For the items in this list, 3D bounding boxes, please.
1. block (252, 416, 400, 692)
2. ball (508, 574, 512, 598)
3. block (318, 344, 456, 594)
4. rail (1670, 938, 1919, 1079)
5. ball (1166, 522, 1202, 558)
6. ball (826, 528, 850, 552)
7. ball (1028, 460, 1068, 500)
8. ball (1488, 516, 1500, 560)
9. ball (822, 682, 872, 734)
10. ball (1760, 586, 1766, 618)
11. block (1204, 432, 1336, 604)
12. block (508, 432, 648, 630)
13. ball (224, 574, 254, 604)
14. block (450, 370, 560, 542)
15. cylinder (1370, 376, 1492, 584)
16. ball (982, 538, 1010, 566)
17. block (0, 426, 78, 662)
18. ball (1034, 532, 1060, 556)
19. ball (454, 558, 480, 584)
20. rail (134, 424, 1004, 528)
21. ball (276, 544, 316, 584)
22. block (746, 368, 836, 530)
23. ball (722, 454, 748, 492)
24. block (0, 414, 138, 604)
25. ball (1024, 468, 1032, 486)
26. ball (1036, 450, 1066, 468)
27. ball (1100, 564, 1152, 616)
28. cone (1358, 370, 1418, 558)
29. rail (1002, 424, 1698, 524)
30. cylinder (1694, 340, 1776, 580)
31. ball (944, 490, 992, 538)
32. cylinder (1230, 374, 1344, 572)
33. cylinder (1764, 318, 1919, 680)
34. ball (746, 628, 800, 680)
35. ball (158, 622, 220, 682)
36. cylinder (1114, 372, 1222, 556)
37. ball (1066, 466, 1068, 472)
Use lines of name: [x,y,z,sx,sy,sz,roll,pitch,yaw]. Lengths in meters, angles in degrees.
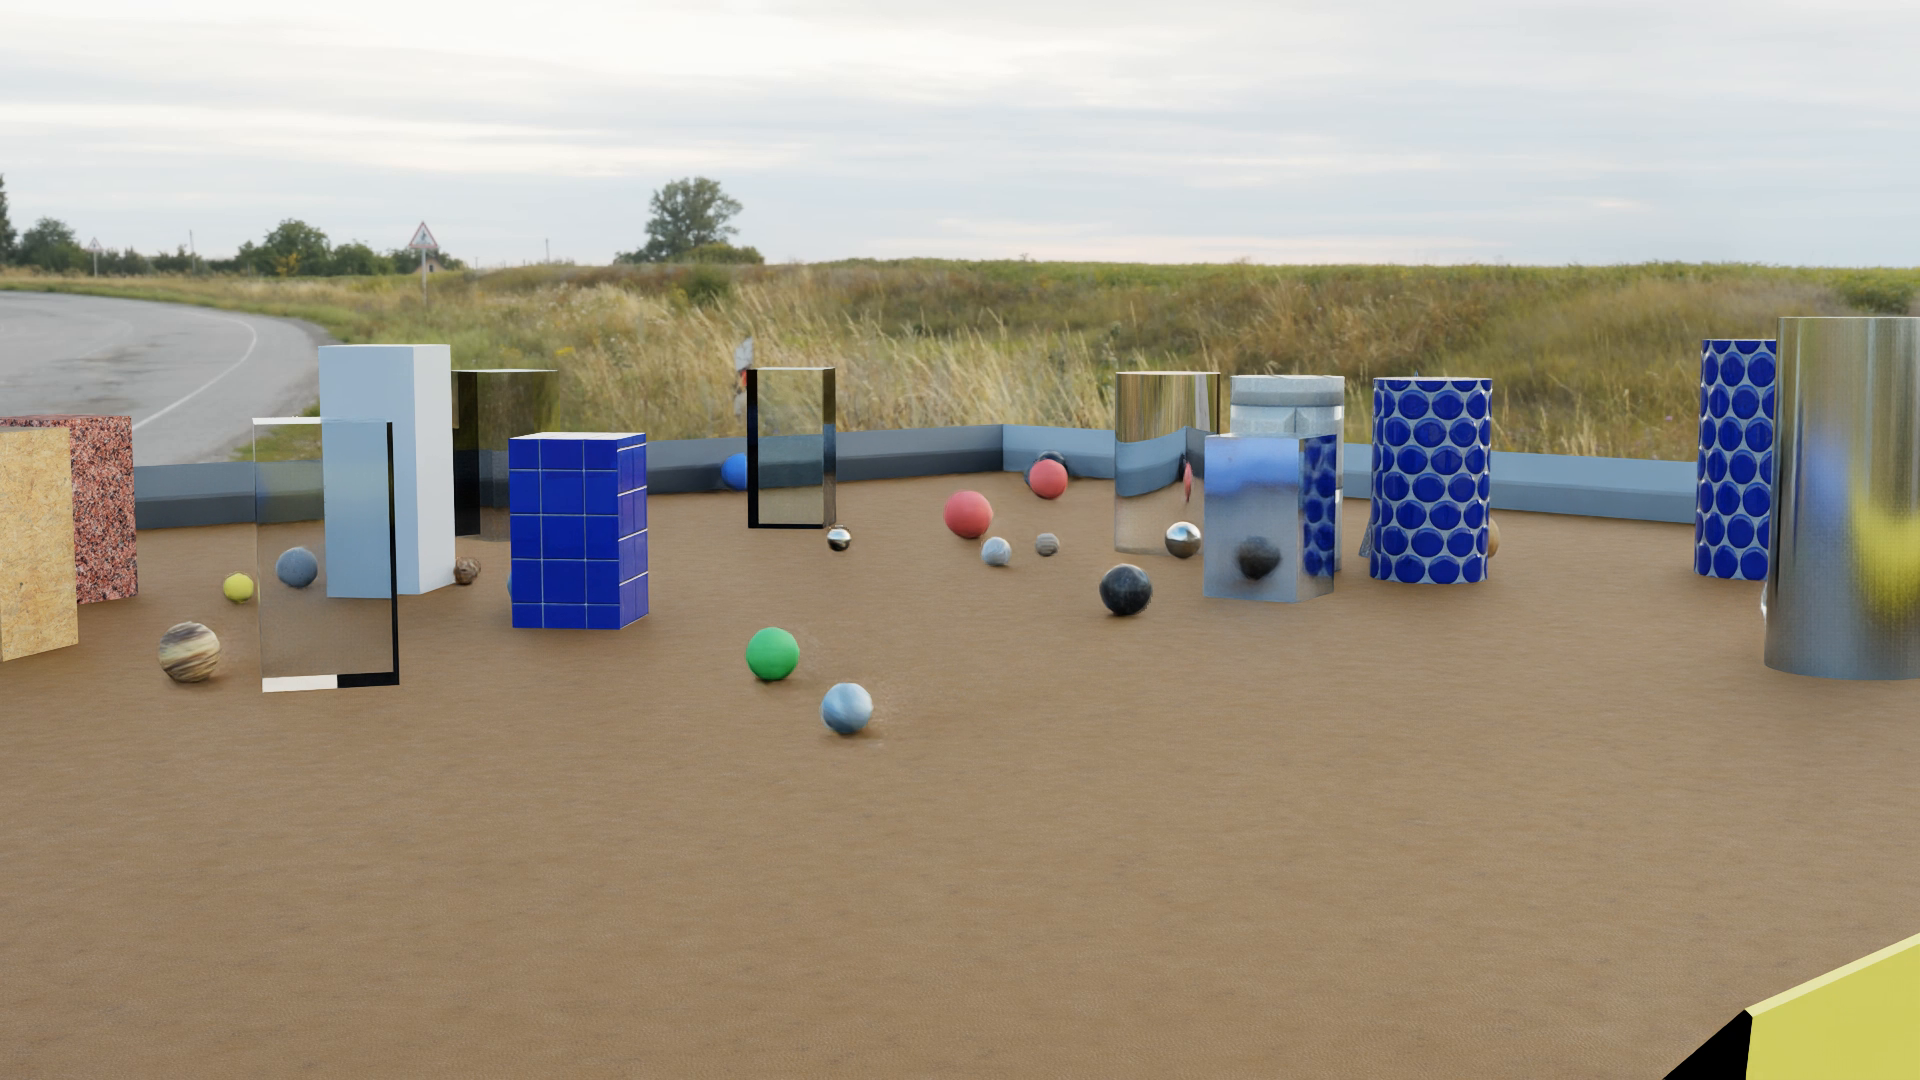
block: [-0.764,0.012,2.646,0.155,0.313,0.155,-2,6,-18]
ball: [-0.639,0.068,3.280,0.069,0.069,0.069,0,6,0]
block: [-0.912,-0.116,3.510,0.155,0.387,0.155,1,6,8]
rail: [1.315,0.182,1.914,3.949,0.126,0.045,-6,8,-42]
ball: [0.401,0.000,3.944,0.065,0.065,0.065,0,6,0]
ball: [-0.223,0.000,4.048,0.044,0.044,0.044,0,6,0]
ball: [0.207,-0.142,5.160,0.094,0.094,0.094,0,6,0]
ball: [0.899,-0.004,3.852,0.092,0.092,0.092,0,6,0]
ball: [-0.119,0.177,2.315,0.054,0.054,0.054,0,6,0]
ball: [1.142,0.084,2.994,0.097,0.097,0.097,0,6,0]
block: [0.484,-0.039,3.433,0.155,0.250,0.155,4,7,31]
block: [-0.542,-0.016,3.139,0.155,0.265,0.155,1,6,7]
ball: [-1.096,0.074,3.341,0.044,0.044,0.044,0,6,0]
block: [-0.890,-0.168,4.301,0.155,0.325,0.155,-6,8,-44]
cylinder: [0.782,-0.103,3.656,0.194,0.330,0.194,0,6,0]
ball: [0.063,0.020,3.821,0.050,0.050,0.050,0,6,0]
block: [-1.272,0.001,2.868,0.155,0.289,0.155,1,6,13]
ball: [0.157,0.008,3.969,0.044,0.044,0.044,0,6,0]
ball: [-0.800,0.051,3.571,0.042,0.042,0.042,0,6,0]
rail: [-1.315,-0.116,4.750,3.949,0.126,0.045,-6,8,-42]
ball: [-1.078,0.039,3.570,0.065,0.065,0.065,0,6,0]
block: [-0.346,-0.192,4.533,0.155,0.323,0.155,1,6,7]
ball: [-0.537,-0.164,5.375,0.093,0.093,0.093,0,6,0]
block: [-1.385,-0.049,3.380,0.155,0.280,0.155,3,7,25]
ball: [0.186,-0.156,5.488,0.054,0.054,0.054,0,6,0]
ball: [0.237,-0.194,5.728,0.078,0.078,0.078,0,6,0]
ball: [0.241,0.072,3.210,0.075,0.075,0.075,0,6,0]
cone: [0.821,-0.140,3.971,0.194,0.338,0.194,0,6,0]
rail: [1.434,-0.105,4.648,0.045,0.126,3.926,-6,8,-42]
cylinder: [1.341,-0.139,3.694,0.194,0.393,0.194,0,6,0]
ball: [0.017,-0.050,4.281,0.093,0.093,0.093,0,6,0]
cylinder: [0.560,-0.116,3.781,0.194,0.330,0.194,0,6,0]
cylinder: [1.105,-0.057,2.720,0.194,0.434,0.194,0,6,0]
ball: [-0.226,0.137,2.646,0.064,0.064,0.064,0,6,0]
ball: [-0.923,0.134,2.632,0.072,0.072,0.072,0,6,0]
cylinder: [0.382,-0.144,4.057,0.194,0.328,0.194,0,6,0]
ball: [0.267,-0.191,5.882,0.040,0.040,0.040,0,6,0]
